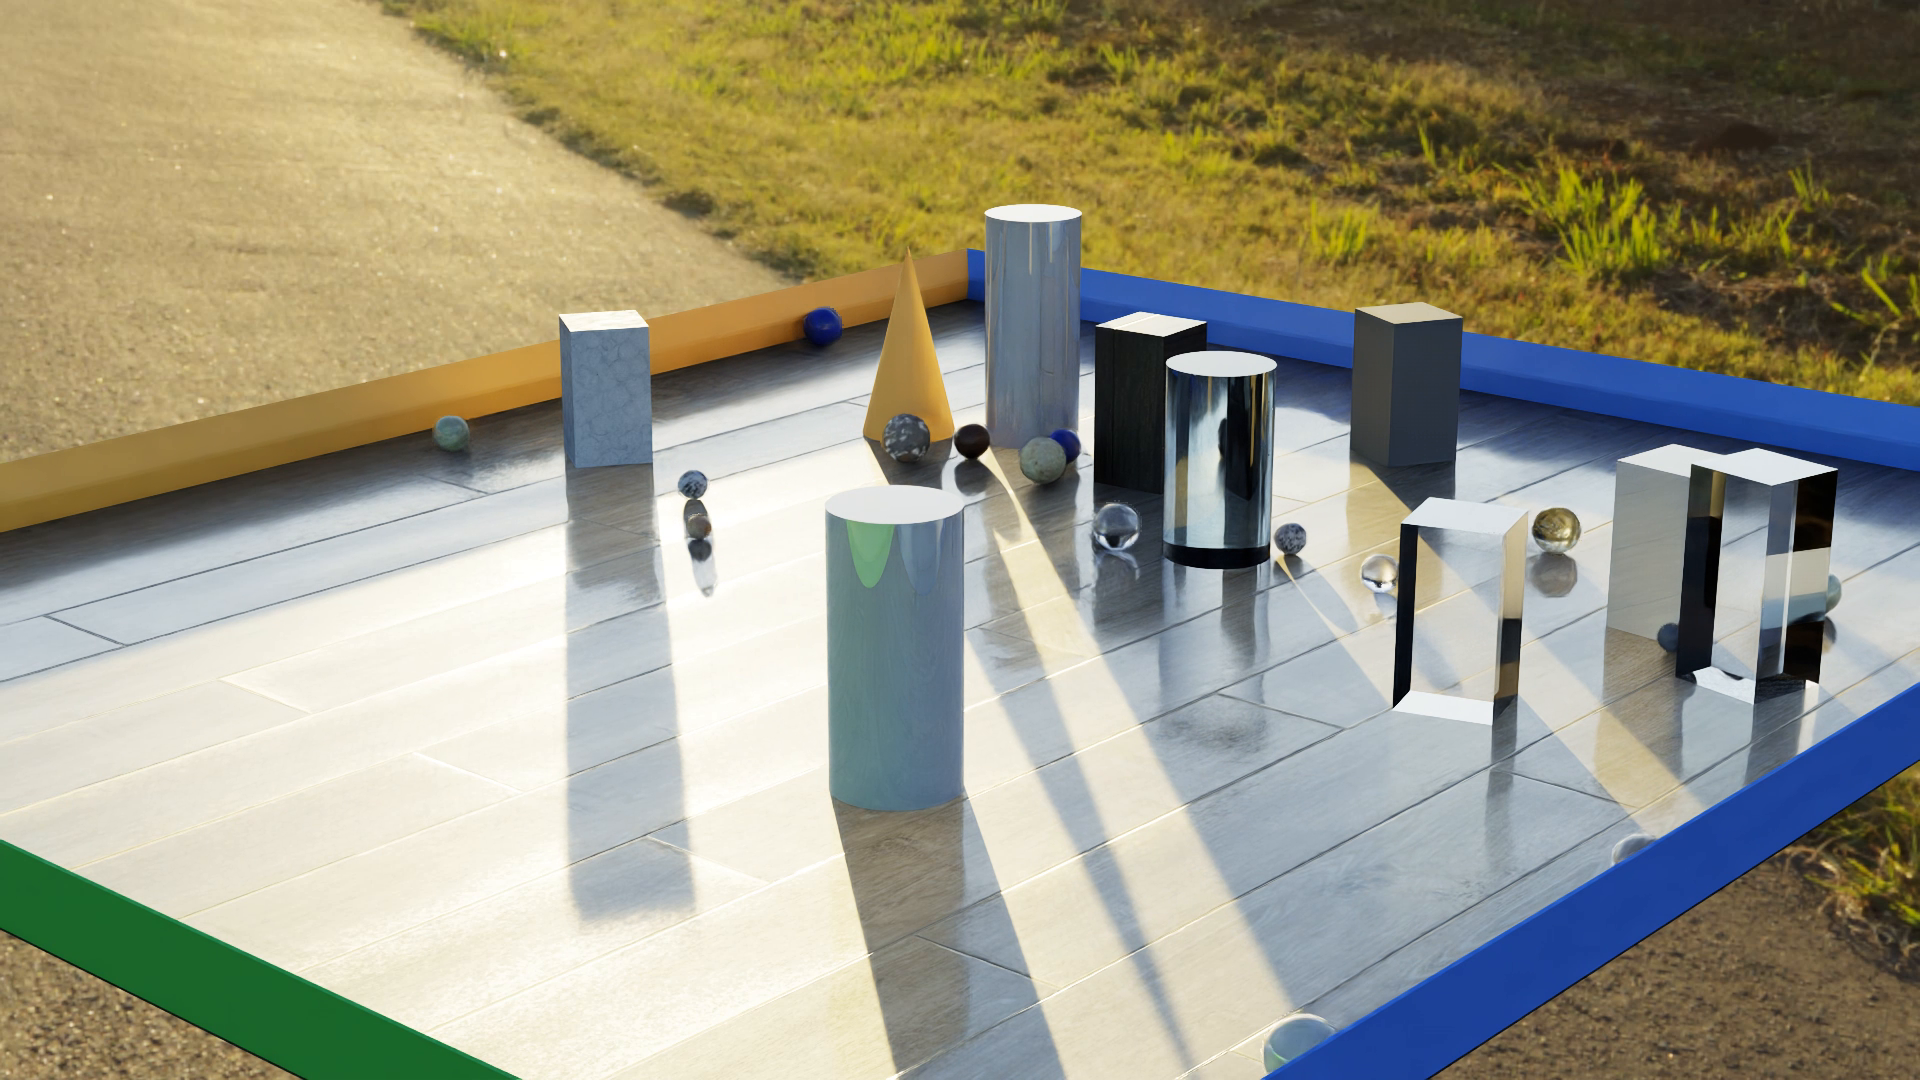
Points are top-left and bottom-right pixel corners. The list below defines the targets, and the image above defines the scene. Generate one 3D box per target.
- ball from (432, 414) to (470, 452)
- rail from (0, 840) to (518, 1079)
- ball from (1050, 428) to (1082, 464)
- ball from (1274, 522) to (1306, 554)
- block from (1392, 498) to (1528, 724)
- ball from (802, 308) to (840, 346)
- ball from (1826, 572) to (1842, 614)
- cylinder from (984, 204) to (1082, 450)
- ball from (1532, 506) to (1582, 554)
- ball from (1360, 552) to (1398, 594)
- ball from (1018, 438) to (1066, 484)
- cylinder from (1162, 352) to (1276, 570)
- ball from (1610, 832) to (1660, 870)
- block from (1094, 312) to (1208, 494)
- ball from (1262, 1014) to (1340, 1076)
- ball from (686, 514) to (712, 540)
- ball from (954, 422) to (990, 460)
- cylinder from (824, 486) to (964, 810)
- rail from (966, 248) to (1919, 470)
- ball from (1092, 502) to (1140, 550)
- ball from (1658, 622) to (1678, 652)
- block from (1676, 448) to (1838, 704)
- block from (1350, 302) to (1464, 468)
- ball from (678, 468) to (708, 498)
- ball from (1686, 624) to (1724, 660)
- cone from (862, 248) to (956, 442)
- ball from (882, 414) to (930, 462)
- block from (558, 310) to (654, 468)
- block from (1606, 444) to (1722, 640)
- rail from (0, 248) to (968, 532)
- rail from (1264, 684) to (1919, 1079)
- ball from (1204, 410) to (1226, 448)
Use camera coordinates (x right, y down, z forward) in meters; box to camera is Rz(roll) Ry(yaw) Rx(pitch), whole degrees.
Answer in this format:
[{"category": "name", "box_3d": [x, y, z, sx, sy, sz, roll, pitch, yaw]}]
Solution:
[{"category": "ball", "box_3d": [-1.051, -0.221, 6.058, 0.075, 0.075, 0.075, 0, 17, 0]}, {"category": "rail", "box_3d": [-1.217, 0.437, 3.777, 3.219, 0.129, 0.045, 14, 22, 39]}, {"category": "ball", "box_3d": [0.211, -0.190, 5.962, 0.071, 0.071, 0.071, 0, 17, 0]}, {"category": "ball", "box_3d": [0.603, -0.004, 5.363, 0.060, 0.060, 0.060, 0, 17, 0]}, {"category": "block", "box_3d": [0.779, 0.109, 4.566, 0.159, 0.304, 0.159, 8, 18, 24]}, {"category": "ball", "box_3d": [-0.329, -0.508, 6.984, 0.091, 0.091, 0.091, 0, 17, 0]}, {"category": "ball", "box_3d": [1.470, 0.090, 5.023, 0.077, 0.077, 0.077, 0, 17, 0]}, {"category": "cylinder", "box_3d": [0.151, -0.444, 6.098, 0.198, 0.478, 0.198, 0, 17, 0]}, {"category": "ball", "box_3d": [1.091, -0.018, 5.362, 0.088, 0.088, 0.088, 0, 17, 0]}, {"category": "ball", "box_3d": [0.737, 0.058, 5.138, 0.071, 0.071, 0.071, 0, 17, 0]}, {"category": "ball", "box_3d": [0.163, -0.158, 5.816, 0.093, 0.093, 0.093, 0, 17, 0]}, {"category": "cylinder", "box_3d": [0.470, -0.146, 5.321, 0.198, 0.357, 0.198, 0, 17, 0]}, {"category": "ball", "box_3d": [0.904, 0.428, 3.893, 0.080, 0.080, 0.080, 0, 17, 0]}, {"category": "block", "box_3d": [0.376, -0.273, 5.809, 0.159, 0.318, 0.159, 12, 20, 34]}, {"category": "ball", "box_3d": [0.392, 0.587, 3.340, 0.095, 0.095, 0.095, 0, 17, 0]}, {"category": "ball", "box_3d": [-0.485, -0.024, 5.454, 0.046, 0.046, 0.046, 0, 17, 0]}, {"category": "ball", "box_3d": [0.024, -0.203, 5.998, 0.074, 0.074, 0.074, 0, 17, 0]}, {"category": "cylinder", "box_3d": [-0.093, 0.153, 4.207, 0.198, 0.426, 0.198, 0, 17, 0]}, {"category": "rail", "box_3d": [1.217, -0.372, 6.462, 3.219, 0.129, 0.045, 14, 22, 39]}, {"category": "ball", "box_3d": [0.287, -0.024, 5.382, 0.088, 0.088, 0.088, 0, 17, 0]}, {"category": "ball", "box_3d": [1.176, 0.160, 4.841, 0.047, 0.047, 0.047, 0, 17, 0]}, {"category": "block", "box_3d": [1.262, 0.055, 4.653, 0.159, 0.357, 0.159, -12, 20, -34]}, {"category": "block", "box_3d": [0.911, -0.319, 5.997, 0.159, 0.298, 0.159, -7, 18, -21]}, {"category": "ball", "box_3d": [-0.520, -0.109, 5.715, 0.058, 0.058, 0.058, 0, 17, 0]}, {"category": "ball", "box_3d": [1.218, 0.167, 4.796, 0.060, 0.060, 0.060, 0, 17, 0]}, {"category": "cone", "box_3d": [-0.108, -0.423, 6.160, 0.198, 0.402, 0.198, 0, 17, 0]}, {"category": "ball", "box_3d": [-0.110, -0.207, 5.971, 0.099, 0.099, 0.099, 0, 17, 0]}, {"category": "block", "box_3d": [-0.724, -0.310, 5.991, 0.159, 0.283, 0.159, -5, 17, -15]}, {"category": "block", "box_3d": [1.207, 0.008, 4.922, 0.159, 0.291, 0.159, -14, 22, -40]}, {"category": "rail", "box_3d": [-1.197, -0.268, 6.115, 0.045, 0.129, 3.761, 14, 22, 39]}, {"category": "rail", "box_3d": [1.197, 0.332, 4.124, 0.045, 0.129, 3.761, 14, 22, 39]}, {"category": "ball", "box_3d": [0.508, -0.230, 6.074, 0.083, 0.083, 0.083, 0, 17, 0]}]
